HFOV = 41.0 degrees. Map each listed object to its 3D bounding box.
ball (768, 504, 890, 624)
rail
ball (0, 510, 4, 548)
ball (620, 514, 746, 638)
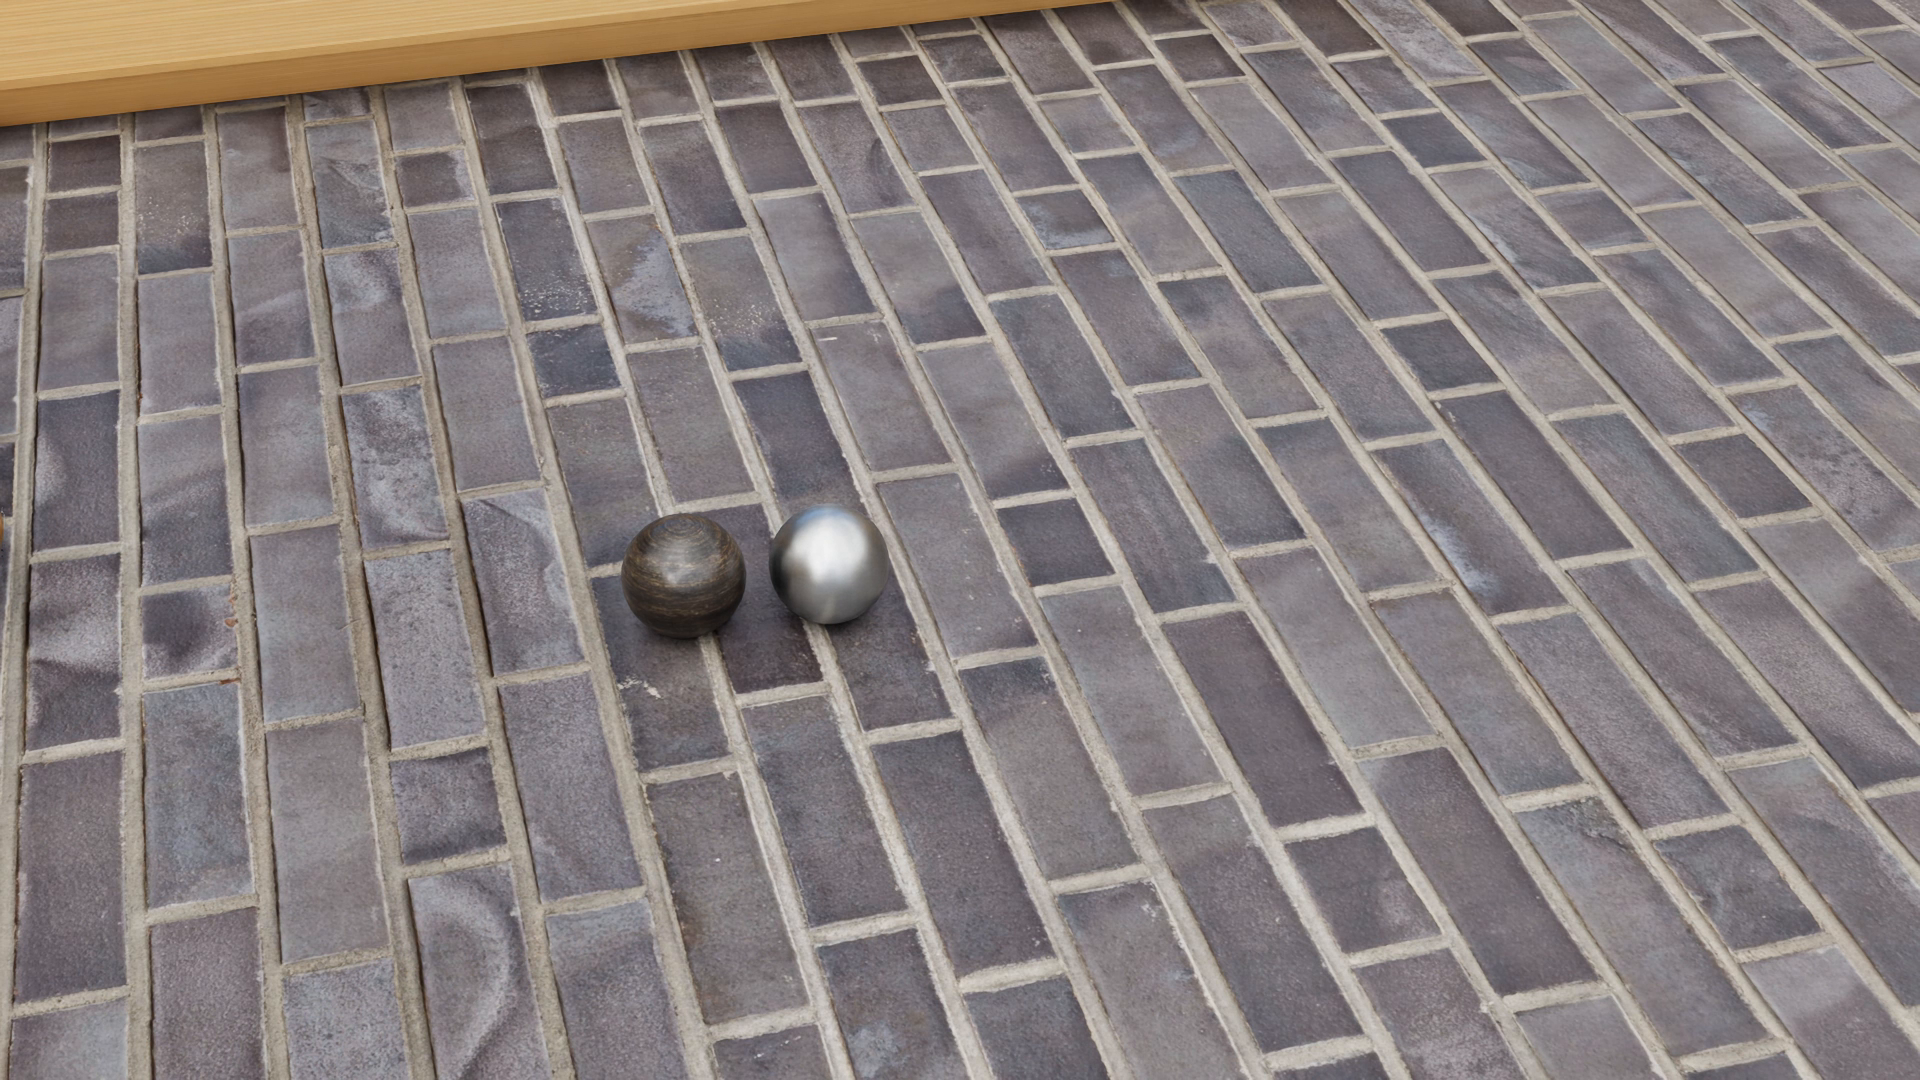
[{"bbox_3d":[-0.080,0.014,1.563,0.074,0.074,0.074,0,36,0],"label":"ball"},{"bbox_3d":[0.461,-0.572,2.348,2.774,0.110,0.045,-9,37,-12],"label":"rail"},{"bbox_3d":[-0.634,-0.007,1.588,0.079,0.079,0.079,0,36,0],"label":"ball"},{"bbox_3d":[-0.167,0.022,1.551,0.076,0.076,0.076,0,36,0],"label":"ball"}]
